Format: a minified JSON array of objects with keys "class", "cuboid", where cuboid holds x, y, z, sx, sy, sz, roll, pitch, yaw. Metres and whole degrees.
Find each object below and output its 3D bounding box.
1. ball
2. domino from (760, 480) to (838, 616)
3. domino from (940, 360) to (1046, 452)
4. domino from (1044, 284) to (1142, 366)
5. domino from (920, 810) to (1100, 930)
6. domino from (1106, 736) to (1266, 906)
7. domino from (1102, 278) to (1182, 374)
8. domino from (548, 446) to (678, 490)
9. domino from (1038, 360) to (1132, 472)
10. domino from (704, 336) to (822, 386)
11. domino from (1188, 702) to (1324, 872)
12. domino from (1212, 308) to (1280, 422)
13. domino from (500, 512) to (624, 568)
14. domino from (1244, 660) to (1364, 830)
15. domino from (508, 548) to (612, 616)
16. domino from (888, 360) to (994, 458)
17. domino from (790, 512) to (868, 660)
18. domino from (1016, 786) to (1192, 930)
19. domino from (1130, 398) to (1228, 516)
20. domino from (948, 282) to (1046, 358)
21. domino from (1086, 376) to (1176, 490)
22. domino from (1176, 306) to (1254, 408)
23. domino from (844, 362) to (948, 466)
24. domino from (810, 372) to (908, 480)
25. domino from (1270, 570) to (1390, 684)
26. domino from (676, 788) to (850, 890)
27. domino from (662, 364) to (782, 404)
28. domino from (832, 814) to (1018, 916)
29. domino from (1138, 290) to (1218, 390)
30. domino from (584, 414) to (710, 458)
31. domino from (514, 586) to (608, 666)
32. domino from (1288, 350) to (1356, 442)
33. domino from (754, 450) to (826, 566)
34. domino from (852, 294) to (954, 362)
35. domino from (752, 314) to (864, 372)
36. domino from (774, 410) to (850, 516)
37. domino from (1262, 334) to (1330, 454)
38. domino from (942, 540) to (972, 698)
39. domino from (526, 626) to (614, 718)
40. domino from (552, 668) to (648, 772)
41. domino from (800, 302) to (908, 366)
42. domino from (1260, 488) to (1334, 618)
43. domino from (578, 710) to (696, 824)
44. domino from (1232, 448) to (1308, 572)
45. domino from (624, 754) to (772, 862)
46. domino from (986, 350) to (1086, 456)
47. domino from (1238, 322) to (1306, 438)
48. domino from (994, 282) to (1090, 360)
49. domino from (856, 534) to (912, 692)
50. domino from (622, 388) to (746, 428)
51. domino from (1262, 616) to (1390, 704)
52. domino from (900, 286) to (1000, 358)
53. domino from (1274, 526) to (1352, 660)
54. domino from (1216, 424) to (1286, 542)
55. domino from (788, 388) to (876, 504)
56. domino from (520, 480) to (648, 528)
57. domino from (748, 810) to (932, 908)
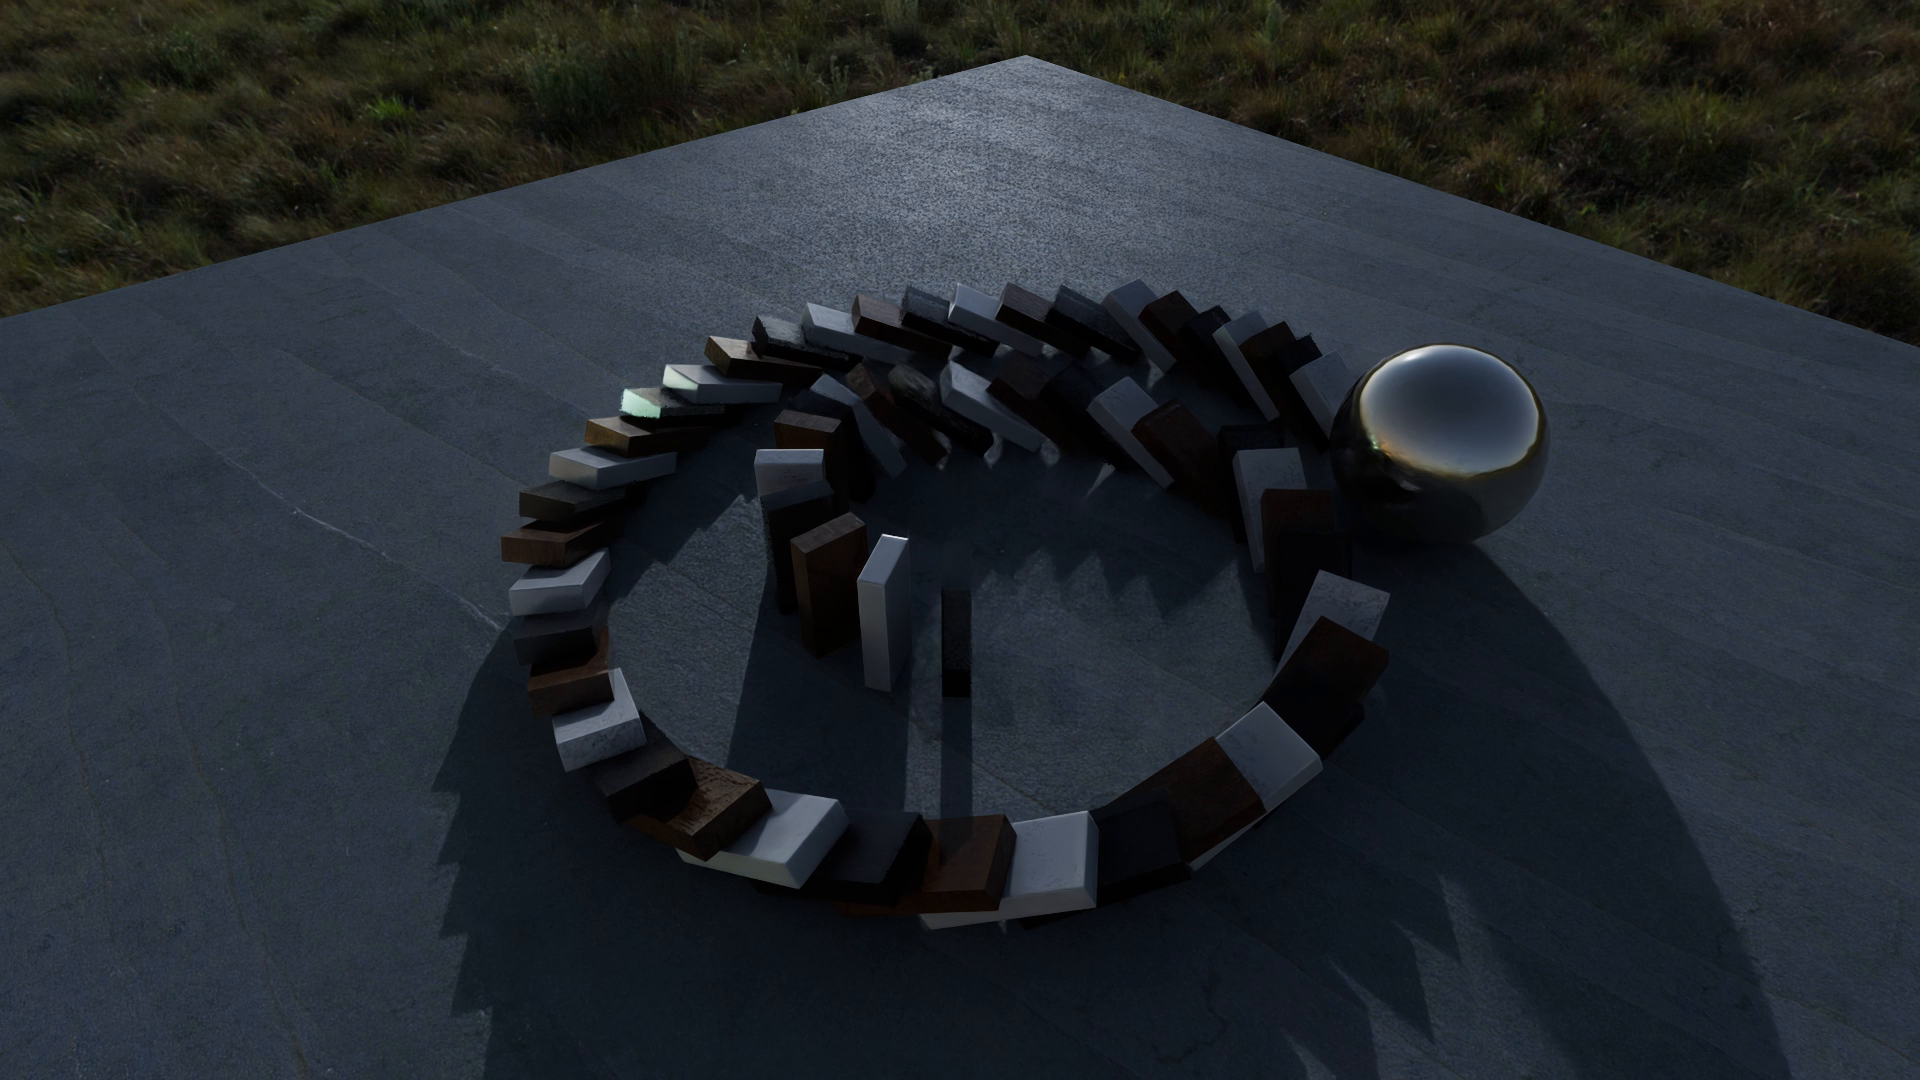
[{"class":"ball","cuboid":[0.188,-0.037,0.433,0.080,0.080,0.080,0,39,0]},{"class":"domino","cuboid":[-0.058,0.003,0.407,0.025,0.050,0.009,-16,42,-18]},{"class":"domino","cuboid":[0.015,-0.060,0.496,0.050,0.010,0.025,25,32,-22]},{"class":"domino","cuboid":[0.070,-0.110,0.563,0.050,0.010,0.025,26,41,-4]},{"class":"domino","cuboid":[0.014,0.094,0.313,0.050,0.010,0.025,-15,35,21]},{"class":"domino","cuboid":[0.062,0.083,0.326,0.050,0.010,0.025,-33,44,0]},{"class":"domino","cuboid":[0.098,-0.109,0.560,0.025,0.009,0.050,-30,74,-34]},{"class":"domino","cuboid":[-0.147,-0.033,0.468,0.025,0.009,0.050,17,18,20]},{"class":"domino","cuboid":[0.062,-0.056,0.495,0.050,0.009,0.025,43,51,5]},{"class":"domino","cuboid":[-0.095,-0.087,0.533,0.050,0.009,0.025,0,32,-41]},{"class":"domino","cuboid":[0.083,0.075,0.336,0.050,0.009,0.025,-37,47,-5]},{"class":"domino","cuboid":[0.144,-0.083,0.523,0.025,0.009,0.050,-27,83,-29]},{"class":"domino","cuboid":[-0.154,-0.002,0.430,0.025,0.010,0.050,5,15,6]},{"class":"domino","cuboid":[0.101,0.064,0.349,0.050,0.009,0.025,-42,51,-9]},{"class":"domino","cuboid":[-0.148,0.015,0.410,0.025,0.009,0.050,-5,15,-6]},{"class":"domino","cuboid":[-0.008,-0.058,0.491,0.050,0.010,0.025,29,26,-33]},{"class":"domino","cuboid":[-0.045,0.017,0.391,0.025,0.050,0.009,-27,47,-29]},{"class":"domino","cuboid":[0.039,0.091,0.316,0.050,0.009,0.025,-22,38,13]},{"class":"domino","cuboid":[0.100,-0.036,0.472,0.025,0.010,0.050,-32,74,-33]},{"class":"domino","cuboid":[0.019,-0.113,0.566,0.050,0.010,0.025,21,38,-13]},{"class":"domino","cuboid":[0.082,-0.048,0.485,0.050,0.010,0.025,47,54,10]},{"class":"domino","cuboid":[0.132,-0.090,0.536,0.025,0.010,0.050,-28,73,-30]},{"class":"domino","cuboid":[-0.028,-0.055,0.483,0.009,0.050,0.025,-42,42,12]},{"class":"domino","cuboid":[-0.043,-0.048,0.471,0.009,0.050,0.025,-46,53,-8]},{"class":"domino","cuboid":[0.128,0.037,0.382,0.025,0.009,0.050,21,69,23]},{"class":"domino","cuboid":[-0.059,0.086,0.323,0.050,0.010,0.025,-2,32,38]},{"class":"domino","cuboid":[-0.111,-0.073,0.518,0.025,0.009,0.050,31,24,32]},{"class":"domino","cuboid":[-0.011,0.093,0.314,0.050,0.009,0.025,-11,34,26]},{"class":"domino","cuboid":[0.115,-0.100,0.549,0.025,0.010,0.050,-31,75,-34]},{"class":"domino","cuboid":[-0.137,-0.047,0.485,0.025,0.010,0.050,21,20,24]},{"class":"domino","cuboid":[-0.141,0.030,0.392,0.025,0.009,0.050,-9,16,-11]},{"class":"domino","cuboid":[0.171,-0.058,0.493,0.025,0.009,0.050,-27,84,-29]},{"class":"domino","cuboid":[-0.064,-0.012,0.426,0.025,0.050,0.009,-1,39,-1]},{"class":"domino","cuboid":[-0.030,-0.108,0.560,0.050,0.010,0.025,15,35,-21]},{"class":"domino","cuboid":[-0.076,-0.097,0.546,0.050,0.009,0.025,8,32,-31]},{"class":"domino","cuboid":[-0.059,-0.027,0.445,0.025,0.050,0.010,12,41,14]},{"class":"domino","cuboid":[0.162,-0.067,0.503,0.025,0.010,0.050,-27,84,-29]},{"class":"domino","cuboid":[-0.001,0.028,0.378,0.009,0.050,0.025,1,39,1]},{"class":"domino","cuboid":[-0.132,0.044,0.374,0.025,0.010,0.050,-12,17,-14]},{"class":"domino","cuboid":[-0.119,0.057,0.358,0.025,0.010,0.050,-17,18,-20]},{"class":"domino","cuboid":[-0.053,-0.104,0.554,0.050,0.010,0.025,11,33,-26]},{"class":"domino","cuboid":[0.130,0.005,0.421,0.025,0.010,0.050,2,65,2]},{"class":"domino","cuboid":[-0.103,0.070,0.343,0.025,0.010,0.050,-24,20,-26]},{"class":"domino","cuboid":[0.127,-0.012,0.440,0.025,0.009,0.050,-3,65,-3]},{"class":"domino","cuboid":[-0.082,0.079,0.331,0.050,0.010,0.025,3,31,46]},{"class":"domino","cuboid":[0.039,-0.062,0.500,0.050,0.010,0.025,37,44,-3]},{"class":"domino","cuboid":[0.154,-0.075,0.513,0.025,0.009,0.050,-27,84,-29]},{"class":"domino","cuboid":[0.044,-0.113,0.566,0.050,0.010,0.025,23,39,-9]},{"class":"domino","cuboid":[-0.025,0.026,0.380,0.010,0.050,0.025,11,40,13]},{"class":"domino","cuboid":[-0.126,-0.061,0.503,0.025,0.009,0.050,27,23,29]},{"class":"domino","cuboid":[0.117,0.052,0.364,0.025,0.010,0.050,32,74,32]},{"class":"domino","cuboid":[-0.005,-0.112,0.565,0.050,0.010,0.025,18,36,-16]},{"class":"domino","cuboid":[0.129,0.020,0.403,0.025,0.010,0.050,6,65,7]},{"class":"domino","cuboid":[0.124,-0.024,0.456,0.025,0.009,0.050,-2,65,-3]},{"class":"domino","cuboid":[-0.052,-0.038,0.458,0.025,0.050,0.010,23,59,26]},{"class":"domino","cuboid":[-0.153,-0.017,0.449,0.025,0.010,0.050,12,16,14]},{"class":"domino","cuboid":[-0.035,0.091,0.317,0.050,0.010,0.025,-6,33,32]}]
